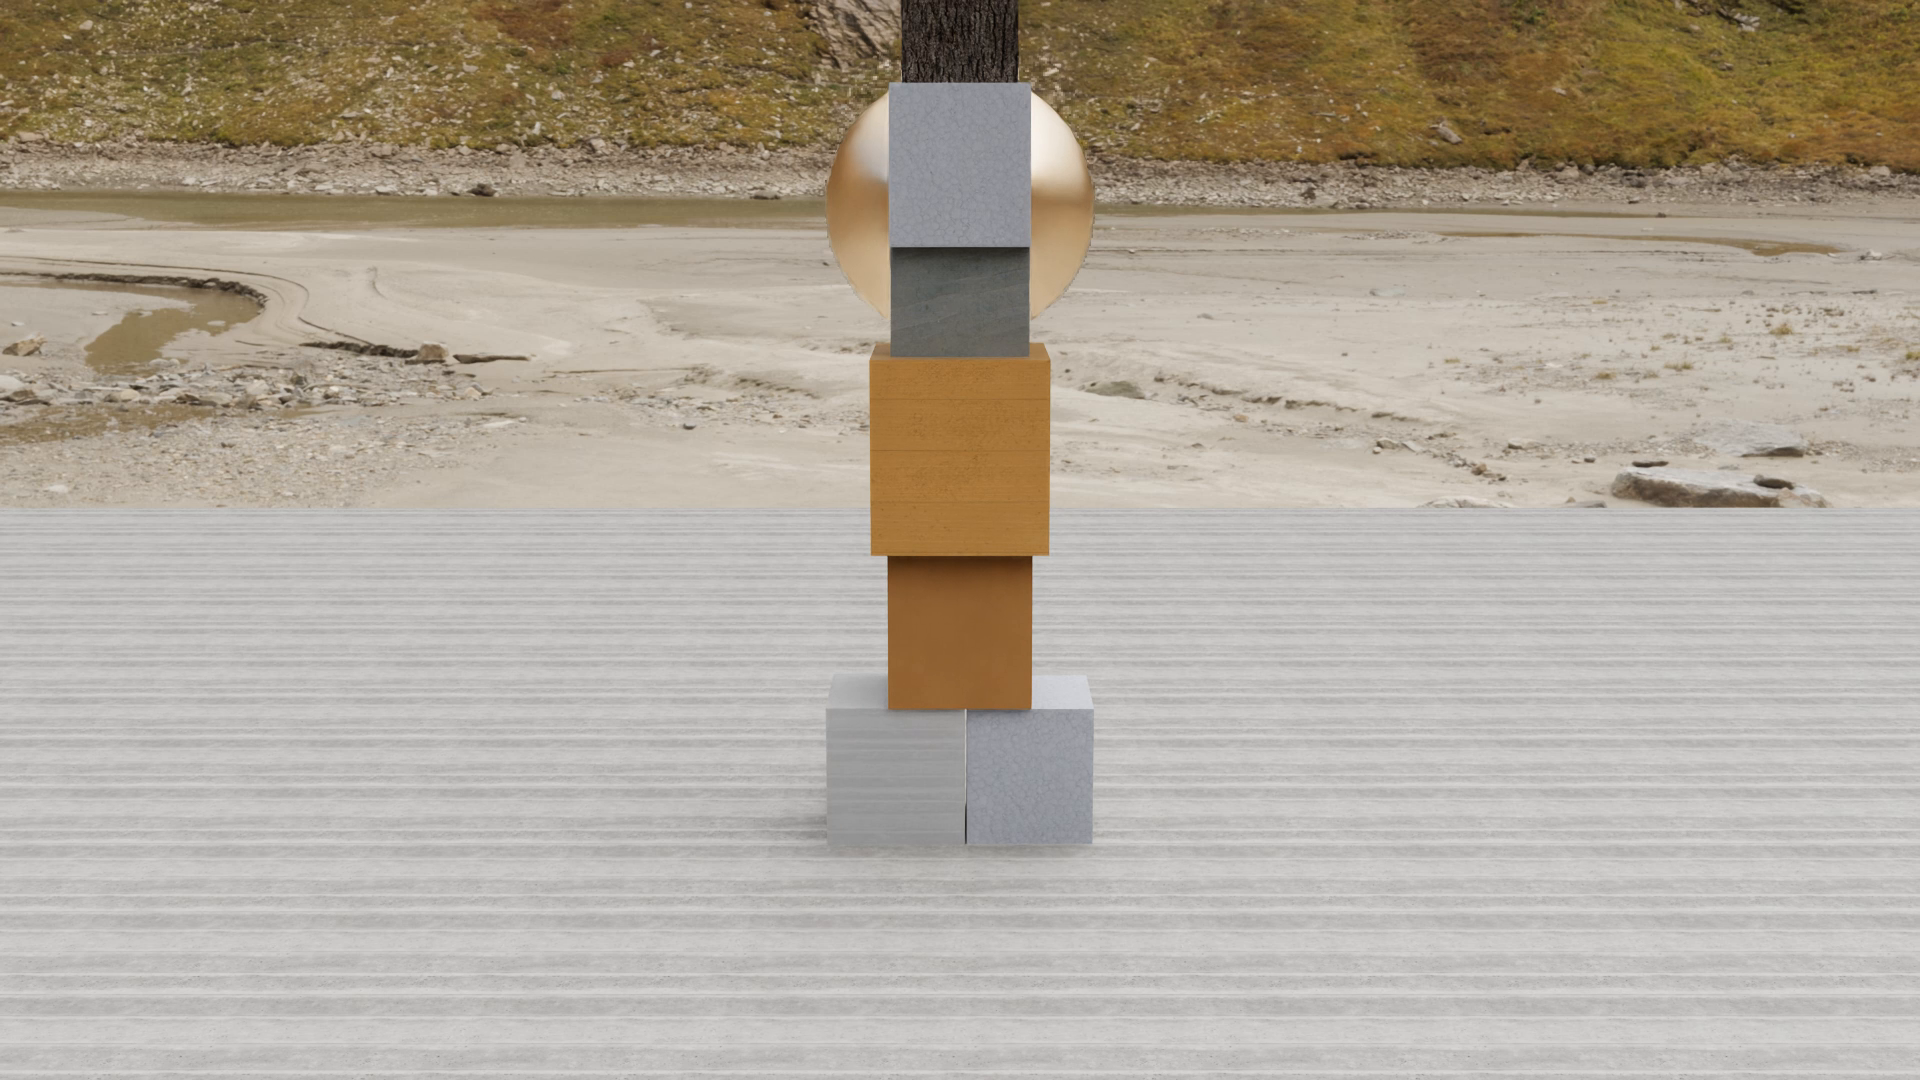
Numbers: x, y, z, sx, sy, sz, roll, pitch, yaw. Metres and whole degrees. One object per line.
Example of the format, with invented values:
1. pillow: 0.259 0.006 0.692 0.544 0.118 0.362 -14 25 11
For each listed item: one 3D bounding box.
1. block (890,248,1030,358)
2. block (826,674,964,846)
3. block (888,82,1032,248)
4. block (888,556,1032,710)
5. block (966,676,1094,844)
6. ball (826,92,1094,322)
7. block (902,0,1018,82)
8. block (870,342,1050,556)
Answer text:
1. block: 0.000 -1.208 10.959 0.676 0.534 0.614 0 10 0
2. block: -0.323 1.125 11.389 0.695 0.713 0.723 0 10 0
3. block: 0.000 -1.850 10.835 0.681 0.772 0.714 0 10 0
4. block: 0.000 0.386 11.235 0.715 0.796 0.721 0 10 0
5. block: 0.352 1.128 11.397 0.636 0.703 0.697 0 10 0
6. ball: 0.000 -1.989 13.151 1.600 1.600 1.600 0 10 0
7. block: 0.000 -2.549 10.715 0.556 0.647 0.577 0 10 0
8. block: 0.000 -0.476 11.090 0.870 0.953 0.936 0 10 0
